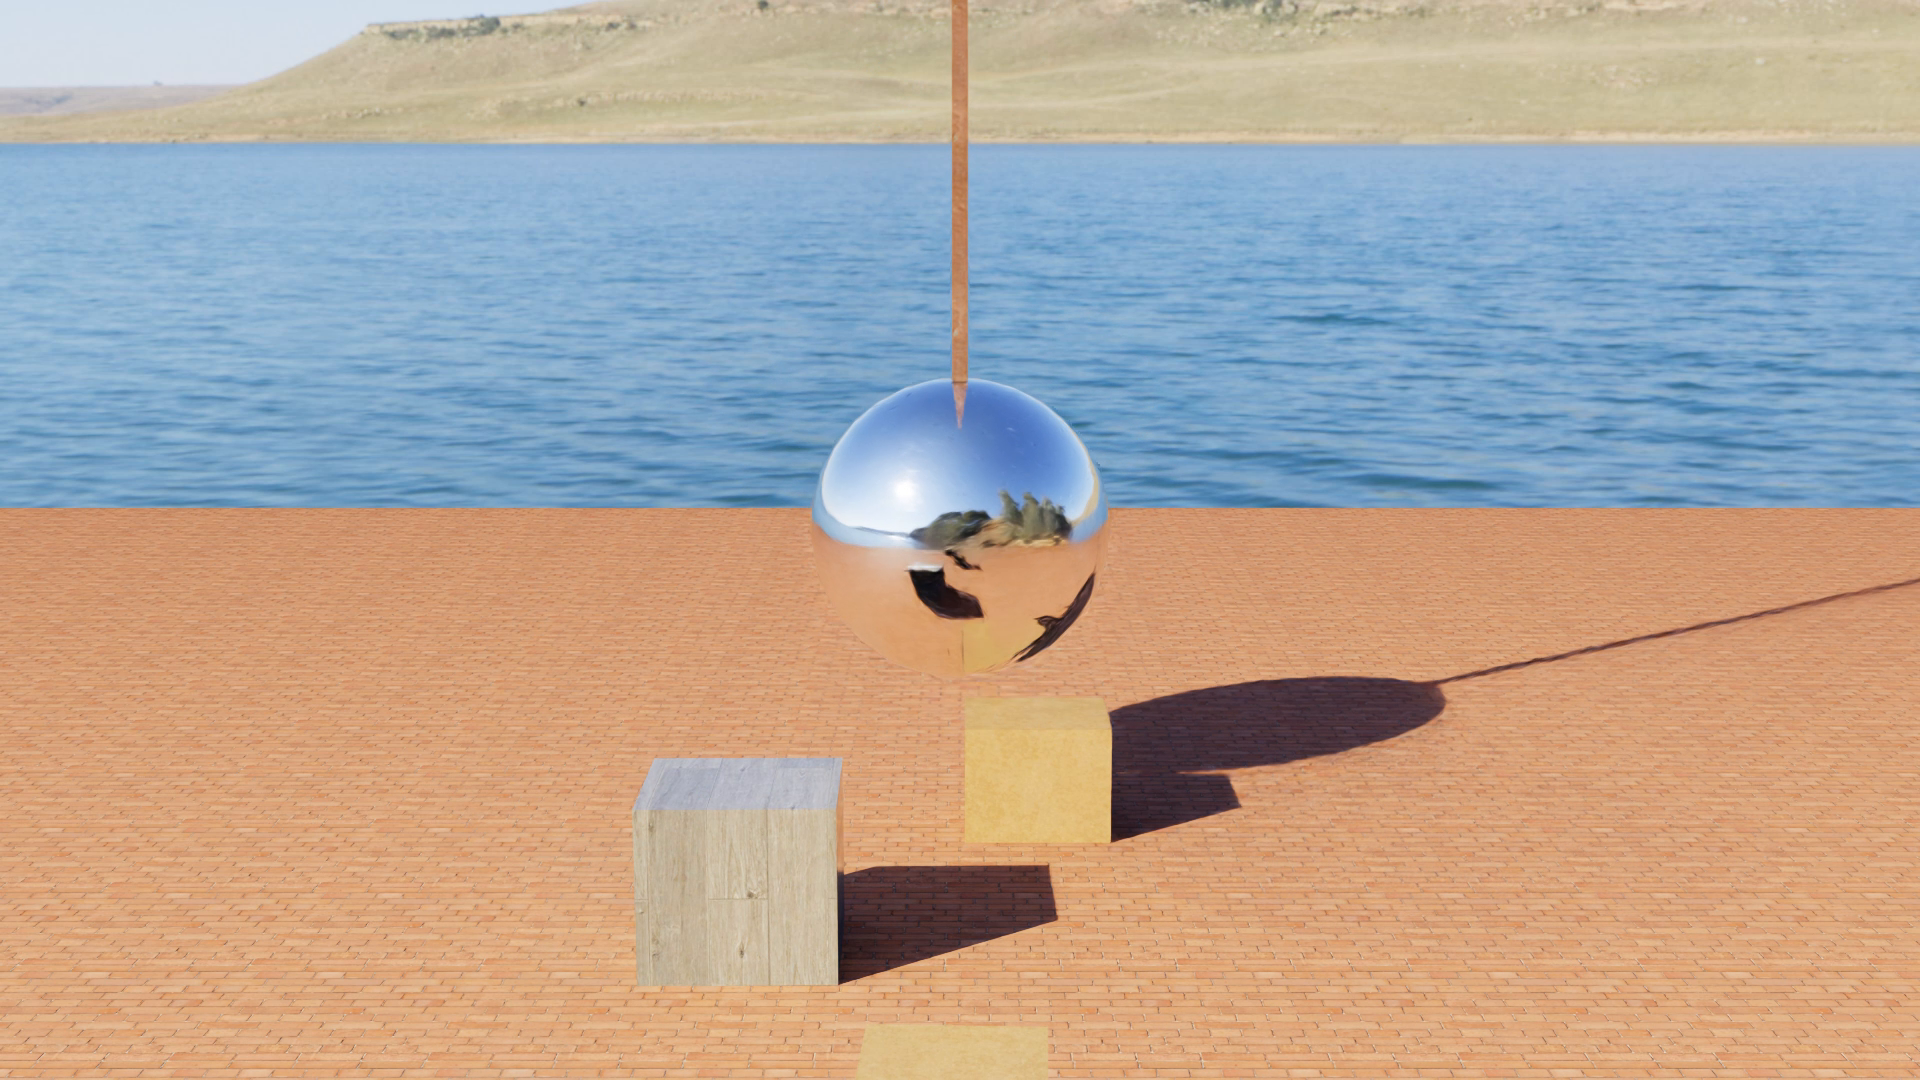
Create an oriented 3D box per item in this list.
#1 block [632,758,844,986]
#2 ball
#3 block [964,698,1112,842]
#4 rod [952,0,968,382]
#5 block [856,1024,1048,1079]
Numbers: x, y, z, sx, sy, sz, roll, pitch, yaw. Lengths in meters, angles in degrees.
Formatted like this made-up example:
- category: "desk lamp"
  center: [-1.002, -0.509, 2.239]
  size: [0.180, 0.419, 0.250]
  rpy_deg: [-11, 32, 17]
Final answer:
- category: "block"
  center: [-0.942, 1.427, 9.565]
  size: [0.845, 0.770, 0.775]
  rpy_deg: [0, 10, -1]
- category: "ball"
  center: [0.000, -0.069, 11.754]
  size: [1.600, 1.600, 1.600]
  rpy_deg: [0, 10, 0]
- category: "block"
  center: [0.395, 1.185, 11.399]
  size: [0.738, 0.590, 0.645]
  rpy_deg: [0, 10, 0]
- category: "rod"
  center: [0.000, -3.340, 10.827]
  size: [0.080, 5.200, 0.080]
  rpy_deg: [0, 16, 0]
- category: "block"
  center: [-0.022, 1.964, 7.006]
  size: [0.600, 0.629, 0.611]
  rpy_deg: [0, 10, 2]
